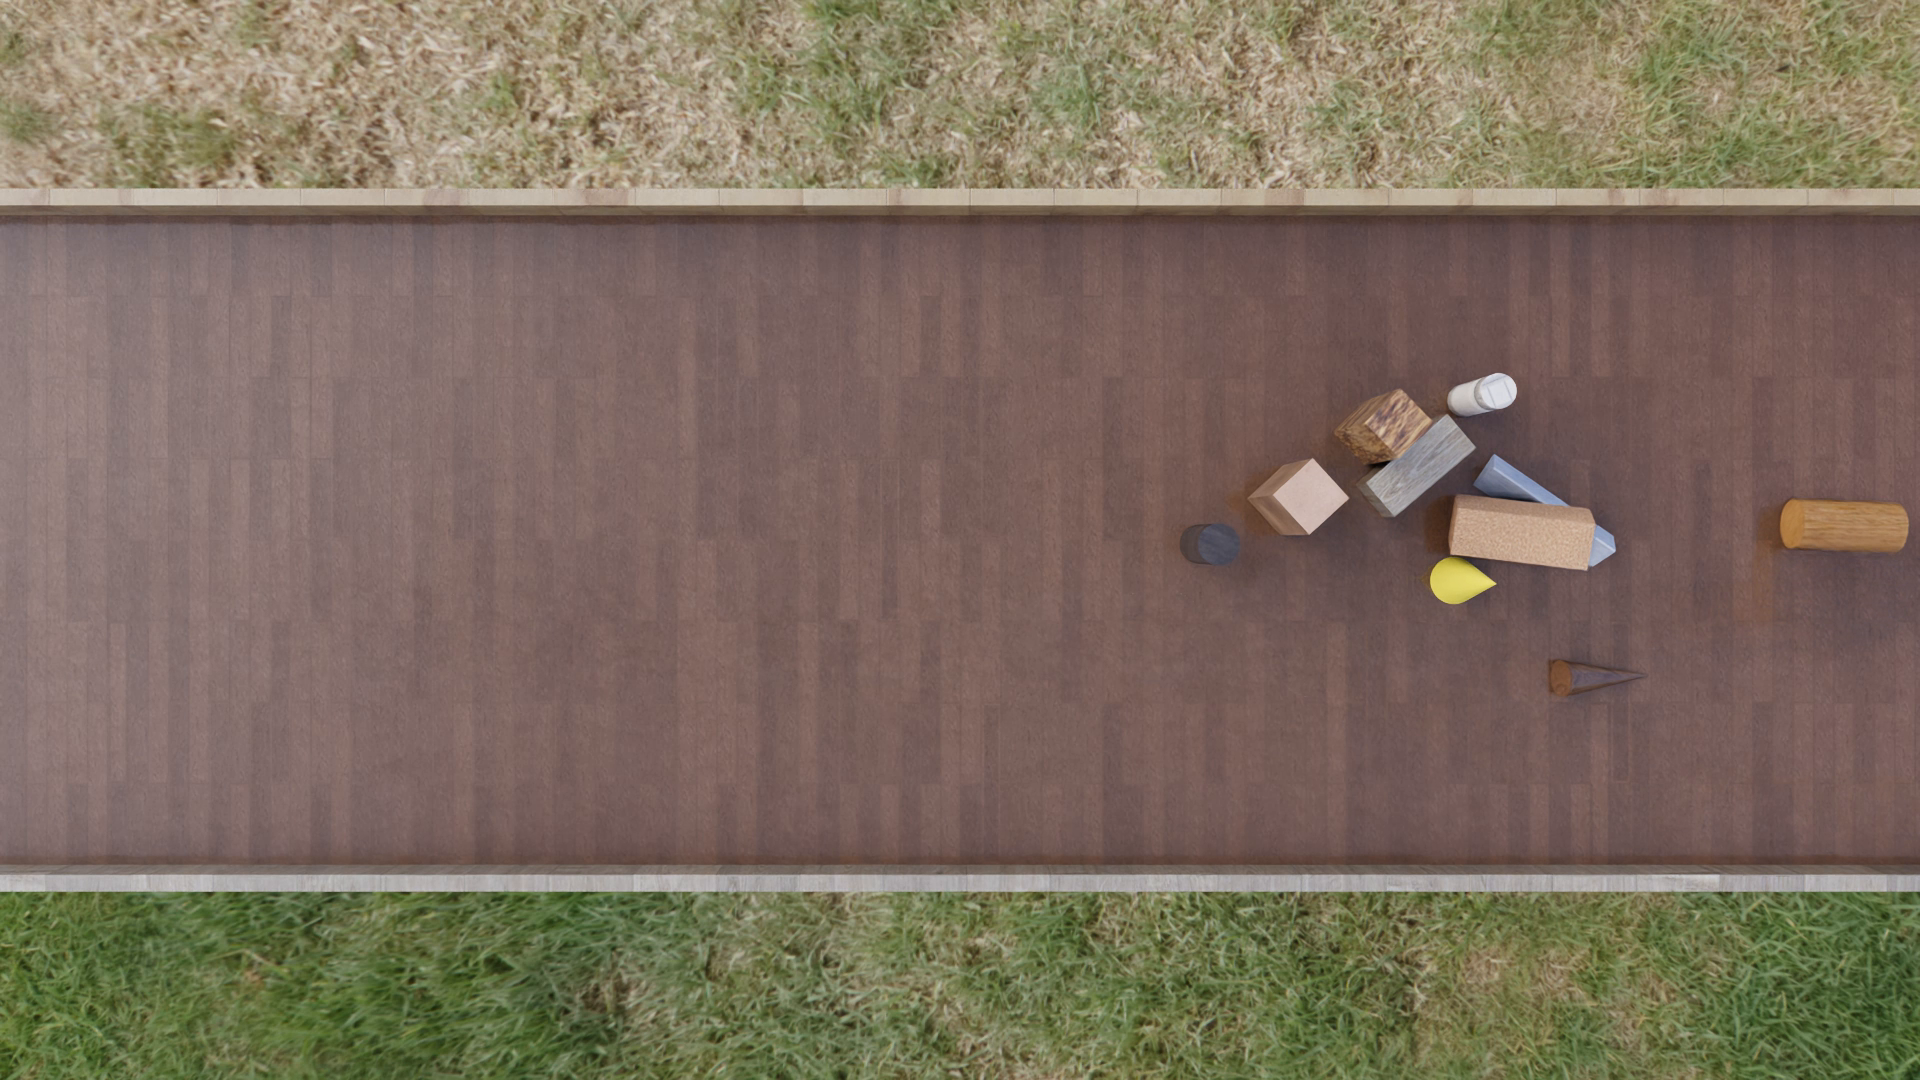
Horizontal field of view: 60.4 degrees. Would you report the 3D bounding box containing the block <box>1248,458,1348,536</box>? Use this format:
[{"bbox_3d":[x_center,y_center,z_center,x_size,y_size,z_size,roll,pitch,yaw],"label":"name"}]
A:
[{"bbox_3d":[0.991,-0.123,4.866,0.153,0.422,0.153,-42,90,0],"label":"block"}]

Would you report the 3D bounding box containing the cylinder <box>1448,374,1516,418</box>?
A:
[{"bbox_3d":[1.550,-0.429,4.911,0.102,0.332,0.102,0,90,0],"label":"cylinder"}]

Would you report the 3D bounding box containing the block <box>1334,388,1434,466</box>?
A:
[{"bbox_3d":[1.247,-0.330,4.874,0.141,0.405,0.141,-44,90,0],"label":"block"}]

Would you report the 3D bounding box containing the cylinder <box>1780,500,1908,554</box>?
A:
[{"bbox_3d":[2.678,-0.041,5.001,0.309,0.151,0.151,3,90,0],"label":"cylinder"}]

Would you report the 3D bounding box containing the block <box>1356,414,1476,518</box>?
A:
[{"bbox_3d":[1.382,-0.223,5.009,0.320,0.134,0.134,-40,90,0],"label":"block"}]

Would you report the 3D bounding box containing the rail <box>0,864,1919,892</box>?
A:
[{"bbox_3d":[-2.247,1.025,5.001,12.000,0.150,0.050,0,90,0],"label":"rail"}]

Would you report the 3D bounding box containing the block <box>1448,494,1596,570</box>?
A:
[{"bbox_3d":[1.680,-0.026,4.947,0.390,0.146,0.146,7,110,11],"label":"block"}]

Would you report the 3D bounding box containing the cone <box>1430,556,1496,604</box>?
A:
[{"bbox_3d":[1.521,0.124,4.875,0.146,0.404,0.146,0,90,0],"label":"cone"}]

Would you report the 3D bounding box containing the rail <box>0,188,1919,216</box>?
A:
[{"bbox_3d":[-2.247,-1.025,5.002,12.000,0.150,0.050,0,90,0],"label":"rail"}]

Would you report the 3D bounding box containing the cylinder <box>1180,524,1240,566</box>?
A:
[{"bbox_3d":[0.736,0.013,4.881,0.120,0.392,0.120,0,90,0],"label":"cylinder"}]

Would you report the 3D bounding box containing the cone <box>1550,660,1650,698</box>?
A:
[{"bbox_3d":[1.978,0.420,5.048,0.303,0.114,0.114,-1,90,-11],"label":"cone"}]

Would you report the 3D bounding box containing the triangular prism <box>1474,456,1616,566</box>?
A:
[{"bbox_3d":[1.794,-0.091,5.025,0.445,0.098,0.113,35,90,0],"label":"triangular prism"}]
